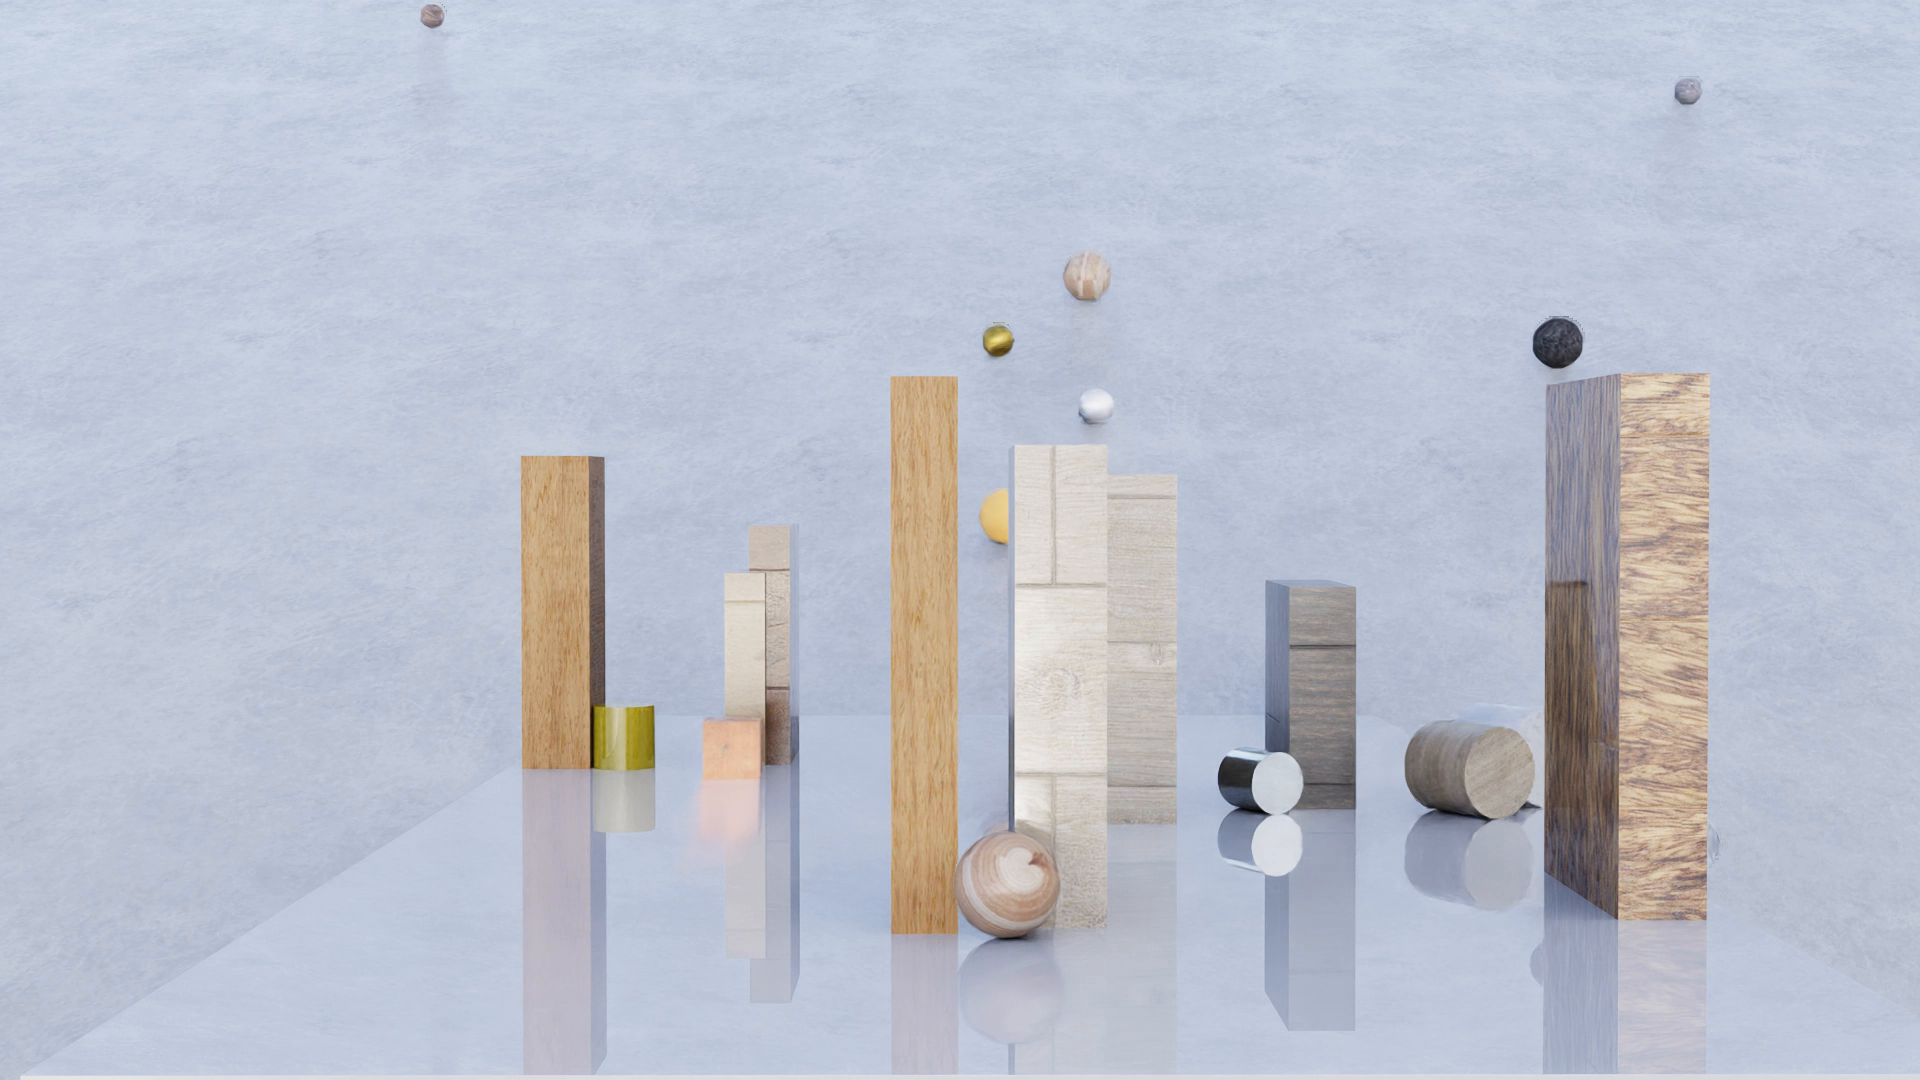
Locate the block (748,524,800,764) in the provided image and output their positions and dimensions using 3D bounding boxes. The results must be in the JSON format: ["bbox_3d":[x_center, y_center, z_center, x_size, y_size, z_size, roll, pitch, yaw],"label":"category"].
[{"bbox_3d":[-0.400,0.218,5.572,0.086,0.503,0.317,0,1,0],"label":"block"}]

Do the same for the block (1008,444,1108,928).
[{"bbox_3d":[0.133,0.190,3.636,0.122,0.641,0.435,0,1,0],"label":"block"}]

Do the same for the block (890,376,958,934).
[{"bbox_3d":[-0.047,0.147,3.593,0.088,0.730,0.436,0,1,0],"label":"block"}]

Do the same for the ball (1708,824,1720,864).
[{"bbox_3d":[1.736,0.719,6.100,0.116,0.116,0.116,0,26,0],"label":"ball"}]

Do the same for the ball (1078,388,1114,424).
[{"bbox_3d":[0.444,-0.437,8.425,0.119,0.119,0.119,0,26,0],"label":"ball"}]

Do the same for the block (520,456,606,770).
[{"bbox_3d":[-0.837,0.148,5.455,0.141,0.648,0.240,0,1,0],"label":"block"}]

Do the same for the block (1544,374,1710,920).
[{"bbox_3d":[0.948,0.140,3.698,0.120,0.738,0.442,0,1,0],"label":"block"}]

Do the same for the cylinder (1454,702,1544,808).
[{"bbox_3d":[1.022,0.396,4.766,0.179,0.179,0.179,-17,10,-31],"label":"cylinder"}]

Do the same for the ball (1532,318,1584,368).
[{"bbox_3d":[2.049,-0.674,8.845,0.172,0.172,0.172,0,26,0],"label":"ball"}]

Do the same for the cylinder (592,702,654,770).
[{"bbox_3d":[-0.701,0.408,5.382,0.130,0.130,0.130,0,1,0],"label":"cylinder"}]

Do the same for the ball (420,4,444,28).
[{"bbox_3d":[-2.613,-2.595,12.774,0.120,0.120,0.120,0,26,0],"label":"ball"}]

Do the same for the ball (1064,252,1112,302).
[{"bbox_3d":[0.465,-0.961,9.417,0.178,0.178,0.178,0,26,0],"label":"ball"}]

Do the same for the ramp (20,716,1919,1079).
[{"bbox_3d":[0.060,0.540,4.577,2.000,0.100,4.000,0,1,0],"label":"ramp"}]

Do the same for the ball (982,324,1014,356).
[{"bbox_3d":[0.131,-0.690,8.946,0.111,0.111,0.111,0,26,0],"label":"ball"}]

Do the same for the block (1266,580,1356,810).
[{"bbox_3d":[0.656,0.283,4.852,0.121,0.403,0.366,0,1,0],"label":"block"}]

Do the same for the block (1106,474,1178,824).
[{"bbox_3d":[0.314,0.185,4.663,0.122,0.606,0.412,0,1,0],"label":"block"}]

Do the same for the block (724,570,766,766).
[{"bbox_3d":[-0.449,0.269,5.512,0.084,0.404,0.243,0,1,0],"label":"block"}]

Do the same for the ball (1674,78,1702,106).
[{"bbox_3d":[3.276,-2.019,11.611,0.122,0.122,0.122,0,26,0],"label":"ball"}]

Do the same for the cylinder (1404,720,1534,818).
[{"bbox_3d":[0.908,0.408,4.605,0.162,0.162,0.162,-16,9,-29],"label":"cylinder"}]

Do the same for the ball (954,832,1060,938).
[{"bbox_3d":[0.062,0.448,3.355,0.138,0.138,0.138,0,26,0],"label":"ball"}]

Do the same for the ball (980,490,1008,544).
[{"bbox_3d":[0.136,-0.069,7.639,0.160,0.160,0.160,0,26,0],"label":"ball"}]

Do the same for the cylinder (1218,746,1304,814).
[{"bbox_3d":[0.542,0.433,4.654,0.111,0.111,0.111,-14,8,-26],"label":"cylinder"}]

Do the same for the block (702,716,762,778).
[{"bbox_3d":[-0.460,0.420,5.226,0.113,0.113,0.113,0,1,-2],"label":"block"}]
